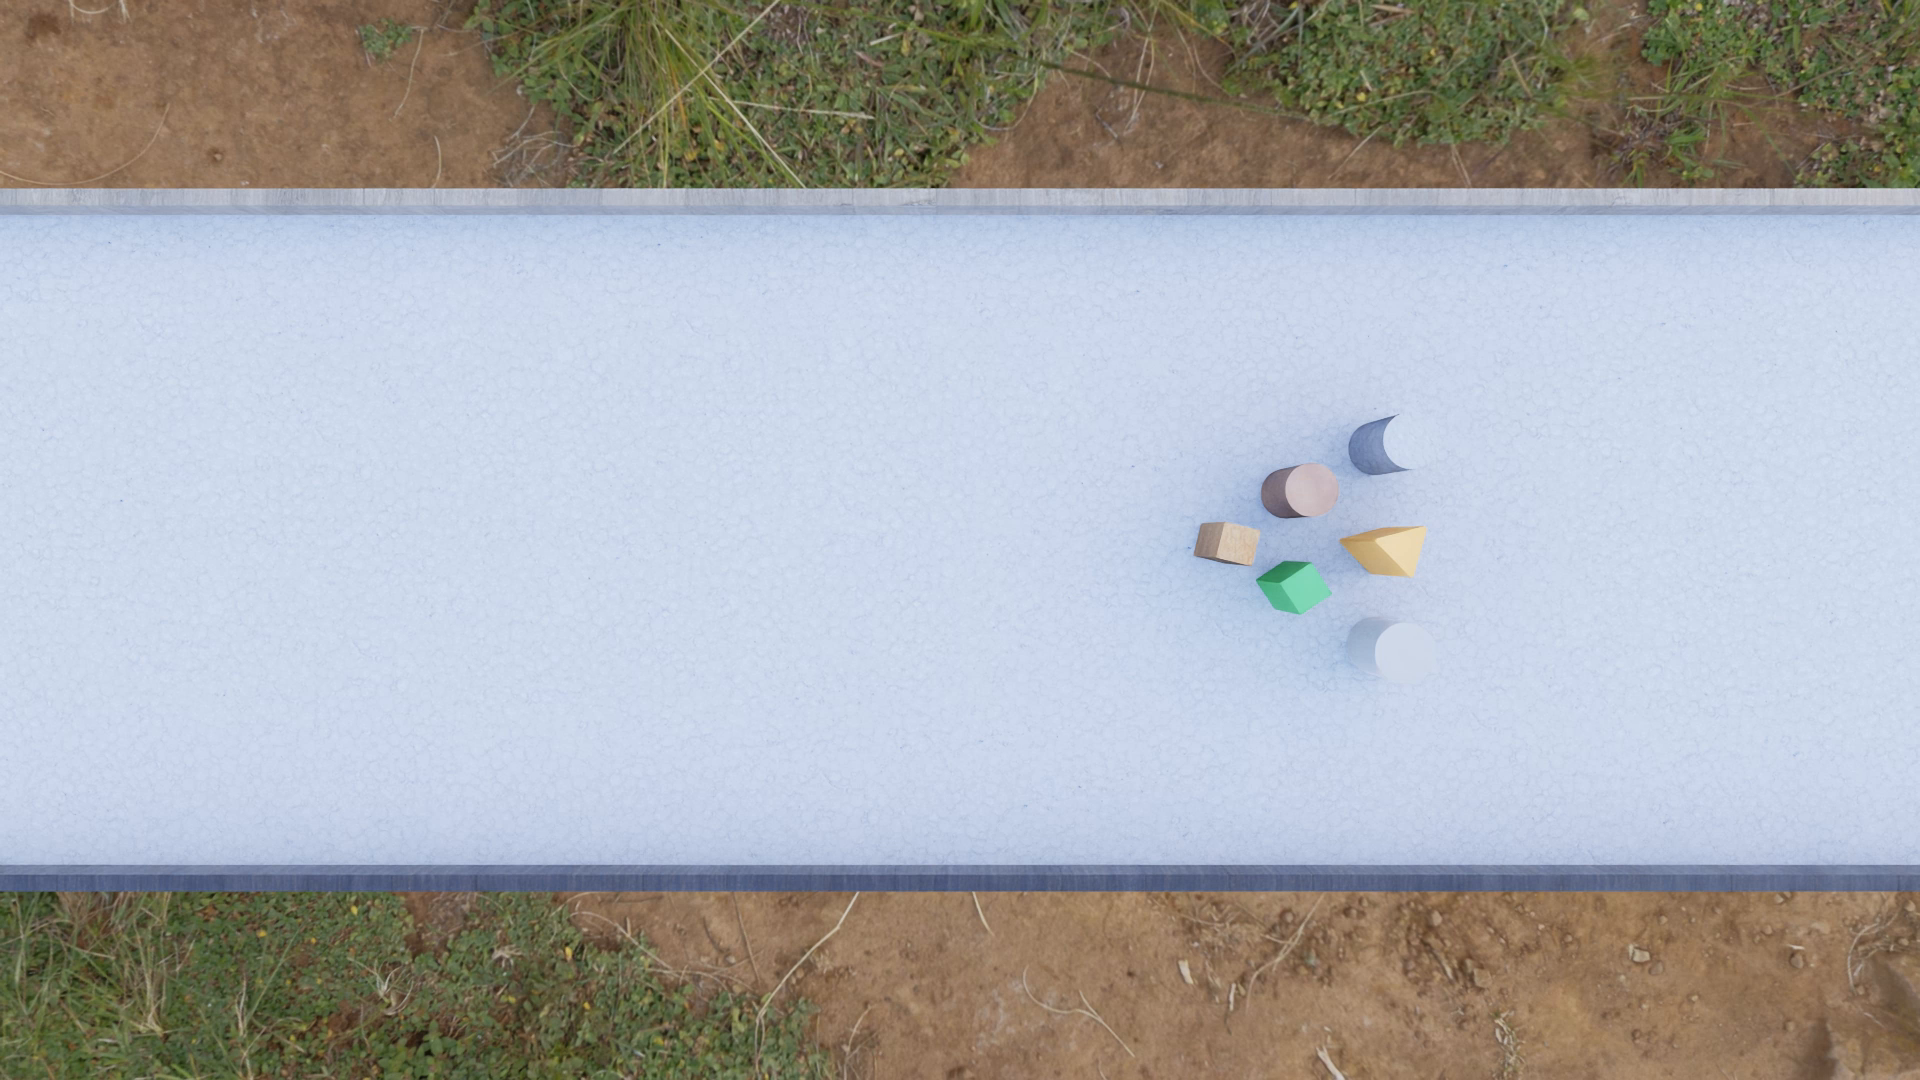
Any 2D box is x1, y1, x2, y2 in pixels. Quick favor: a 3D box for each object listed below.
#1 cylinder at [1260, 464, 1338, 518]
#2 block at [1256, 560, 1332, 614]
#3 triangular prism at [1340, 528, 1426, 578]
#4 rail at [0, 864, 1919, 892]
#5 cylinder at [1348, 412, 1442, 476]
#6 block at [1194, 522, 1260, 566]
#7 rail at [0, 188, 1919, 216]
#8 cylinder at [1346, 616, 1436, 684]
[{"bbox_3d":[1.002,-0.143,4.885,0.154,0.382,0.154,0,90,0],"label":"cylinder"},{"bbox_3d":[0.984,0.138,4.881,0.108,0.391,0.108,-34,90,0],"label":"block"},{"bbox_3d":[1.263,0.008,4.853,0.127,0.446,0.147,-44,90,0],"label":"triangular prism"},{"bbox_3d":[-2.247,1.025,5.001,12.000,0.150,0.050,0,90,0],"label":"rail"},{"bbox_3d":[1.277,-0.282,4.868,0.164,0.417,0.164,0,90,0],"label":"cylinder"},{"bbox_3d":[0.780,0.011,4.848,0.103,0.457,0.103,14,90,0],"label":"block"},{"bbox_3d":[-2.247,-1.025,5.002,12.000,0.150,0.050,0,90,0],"label":"rail"},{"bbox_3d":[1.279,0.325,4.905,0.177,0.344,0.177,0,90,0],"label":"cylinder"}]
